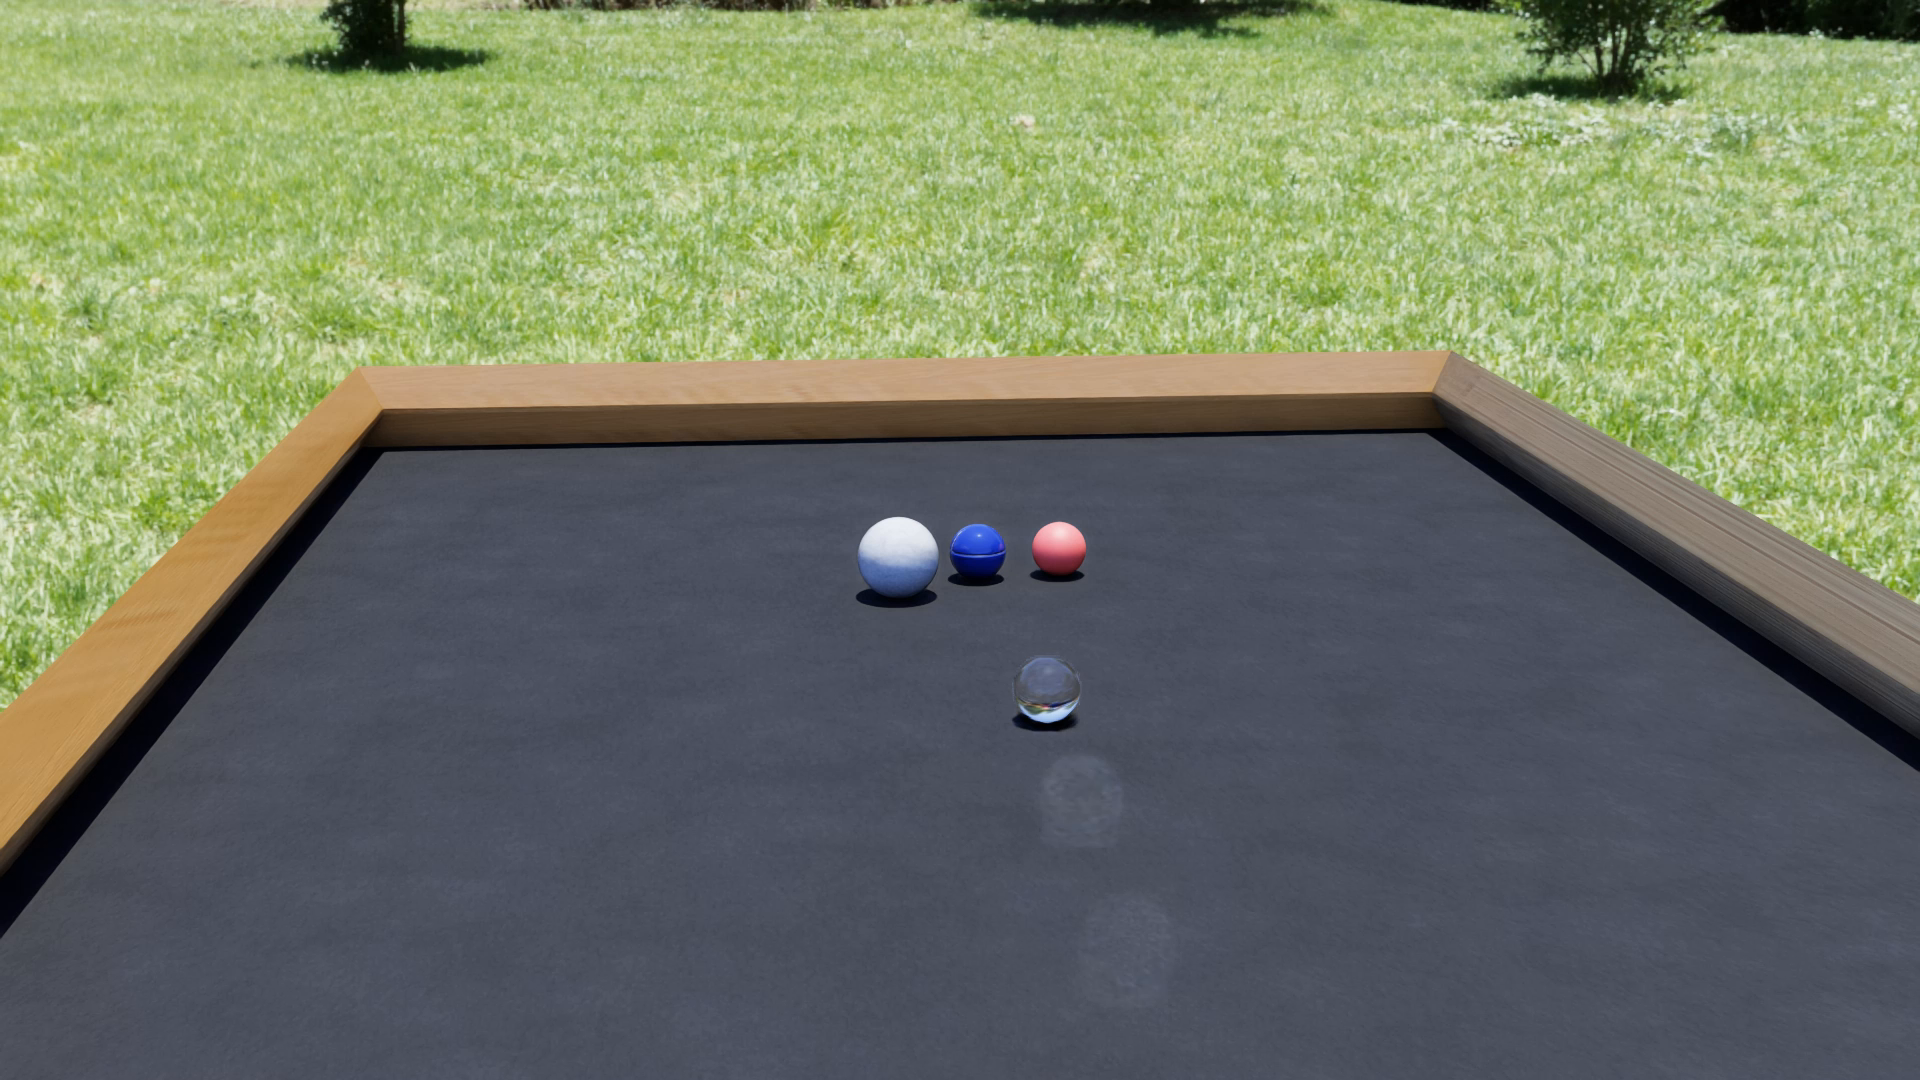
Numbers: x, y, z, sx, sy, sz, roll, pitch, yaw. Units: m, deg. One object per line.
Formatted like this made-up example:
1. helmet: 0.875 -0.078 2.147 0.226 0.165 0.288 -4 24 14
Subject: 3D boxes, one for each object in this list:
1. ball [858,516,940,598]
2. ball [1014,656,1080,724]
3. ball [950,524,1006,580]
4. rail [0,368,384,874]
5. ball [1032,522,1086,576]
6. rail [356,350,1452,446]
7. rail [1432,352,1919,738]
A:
1. ball: -0.075 0.022 2.681 0.100 0.100 0.100 0 14 0
2. ball: 0.089 0.152 2.238 0.068 0.068 0.068 0 14 0
3. ball: 0.022 0.015 2.764 0.071 0.071 0.071 0 14 0
4. rail: -0.798 0.194 1.947 0.045 0.130 3.293 -1 14 -5
5. ball: 0.125 0.012 2.782 0.069 0.069 0.069 0 14 0
6. rail: -0.070 -0.228 3.587 1.795 0.130 0.045 -1 14 -5
7. rail: 0.942 0.156 2.096 0.045 0.130 3.293 -1 14 -5
